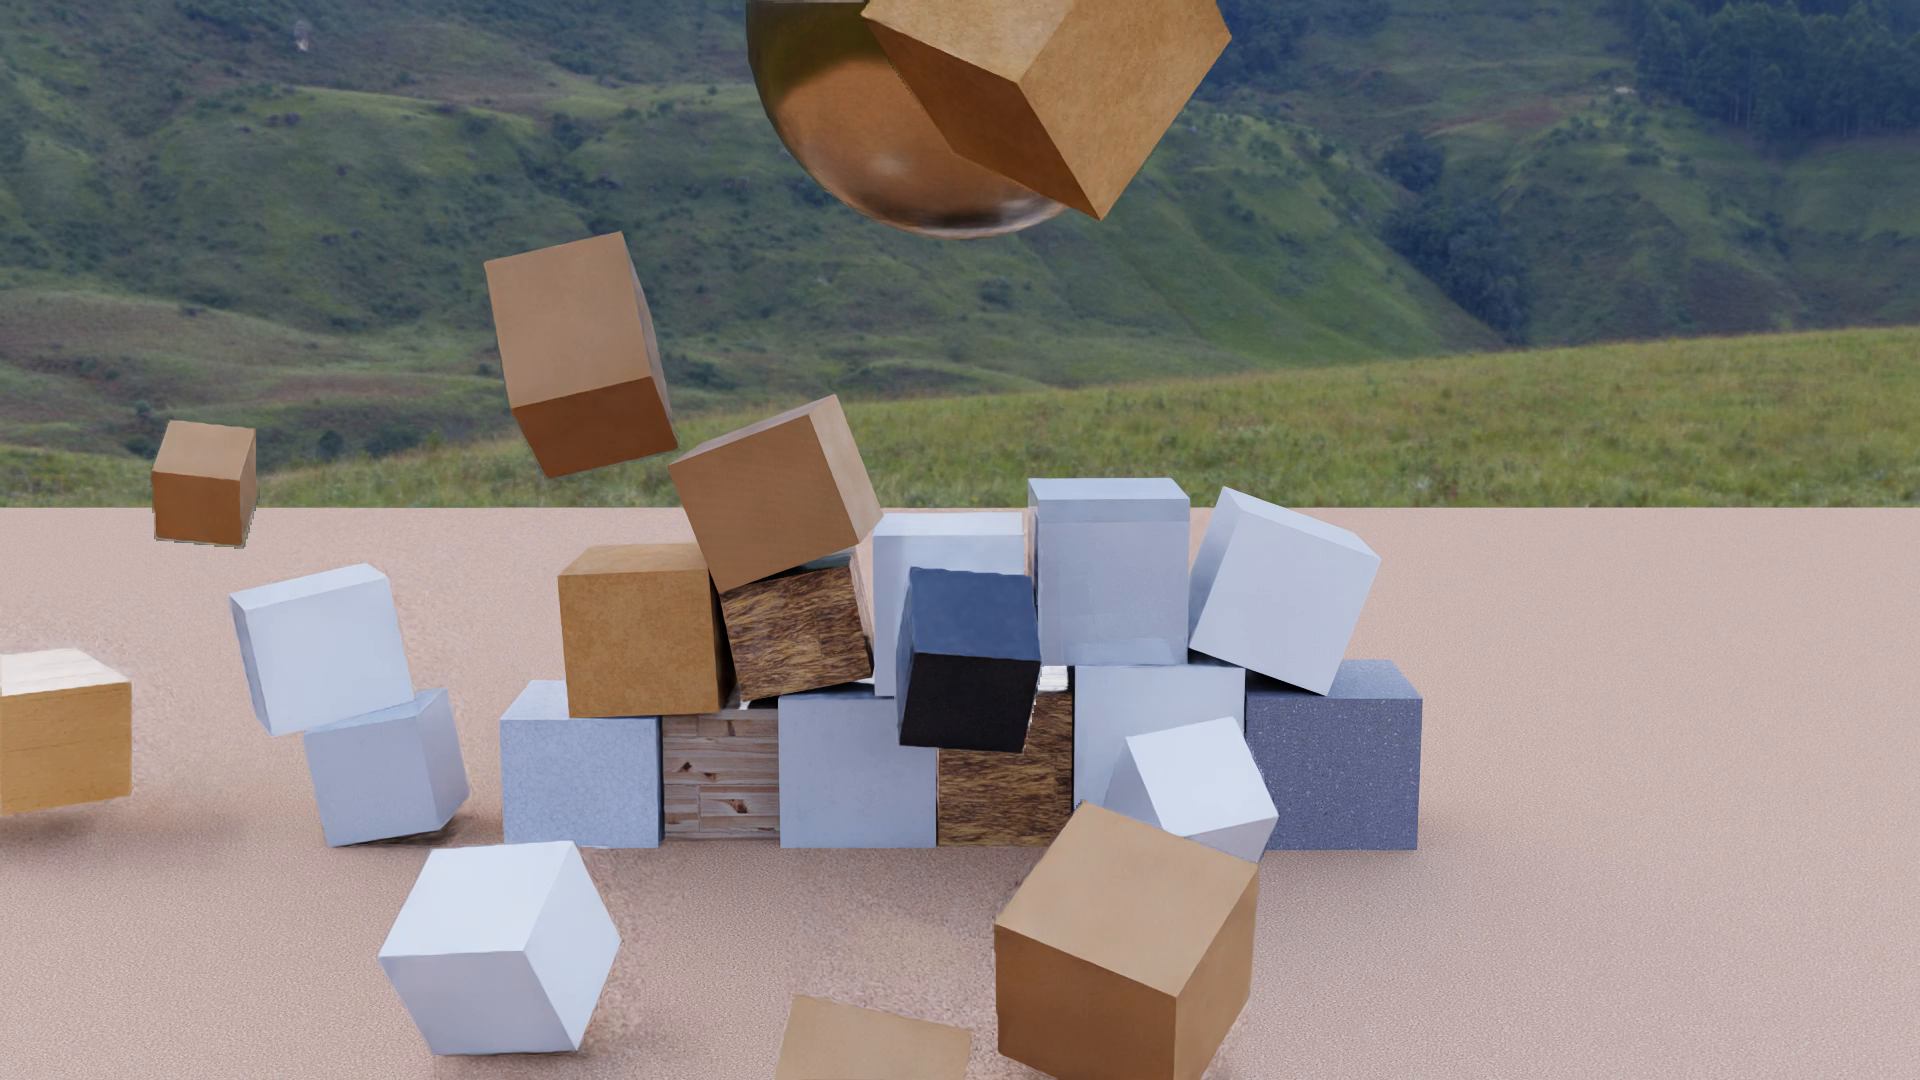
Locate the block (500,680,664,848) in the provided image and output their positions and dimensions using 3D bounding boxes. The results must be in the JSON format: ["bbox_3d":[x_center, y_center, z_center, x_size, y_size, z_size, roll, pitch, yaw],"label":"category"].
[{"bbox_3d":[-1.901,1.148,11.396,0.777,0.664,0.807,0,10,0],"label":"block"}]

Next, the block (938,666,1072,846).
[{"bbox_3d":[0.226,1.094,11.373,0.667,0.779,0.723,0,10,0],"label":"block"}]

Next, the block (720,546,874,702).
[{"bbox_3d":[-0.817,0.417,11.235,0.663,0.583,0.581,-11,10,2],"label":"block"}]

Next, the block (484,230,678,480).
[{"bbox_3d":[-1.716,-0.831,10.032,0.625,0.742,0.778,-13,-21,-3],"label":"block"}]

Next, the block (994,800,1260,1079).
[{"bbox_3d":[0.612,1.546,8.078,0.712,0.713,0.692,18,42,24],"label":"block"}]

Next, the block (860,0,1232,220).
[{"bbox_3d":[0.264,-1.479,6.339,0.590,0.686,0.710,31,-9,32],"label":"block"}]

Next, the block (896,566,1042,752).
[{"bbox_3d":[0.027,0.566,10.389,0.583,0.581,0.610,4,38,-7],"label":"block"}]

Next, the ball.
[{"bbox_3d":[0.000,-1.926,8.203,1.600,1.600,1.600,0,10,0],"label":"ball"}]

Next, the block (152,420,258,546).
[{"bbox_3d":[-4.116,-0.311,12.008,0.448,0.477,0.436,6,41,-9],"label":"block"}]

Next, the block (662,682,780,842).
[{"bbox_3d":[-1.204,1.139,11.383,0.594,0.687,0.571,0,10,-1],"label":"block"}]

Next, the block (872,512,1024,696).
[{"bbox_3d":[-0.052,0.317,11.194,0.740,0.812,0.654,0,10,1],"label":"block"}]

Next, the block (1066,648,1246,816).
[{"bbox_3d":[0.991,1.018,11.373,0.842,0.928,0.820,0,10,0],"label":"block"}]

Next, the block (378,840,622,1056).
[{"bbox_3d":[-1.768,1.582,8.520,0.614,0.557,0.565,-6,36,17],"label":"block"}]

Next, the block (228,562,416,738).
[{"bbox_3d":[-3.303,0.554,11.364,0.718,0.660,0.637,-14,12,-23],"label":"block"}]

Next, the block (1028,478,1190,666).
[{"bbox_3d":[0.742,0.151,11.206,0.748,0.836,0.691,0,10,-2],"label":"block"}]

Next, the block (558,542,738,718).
[{"bbox_3d":[-1.573,0.445,11.263,0.752,0.726,0.782,-2,10,3],"label":"block"}]

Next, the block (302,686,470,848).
[{"bbox_3d":[-2.933,1.157,11.287,0.586,0.594,0.604,-9,10,3],"label":"block"}]

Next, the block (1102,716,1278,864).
[{"bbox_3d":[1.050,1.259,10.171,0.543,0.626,0.546,-10,54,-17],"label":"block"}]

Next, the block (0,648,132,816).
[{"bbox_3d":[-4.769,0.971,11.245,0.770,0.609,0.742,-6,15,-42],"label":"block"}]

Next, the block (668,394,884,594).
[{"bbox_3d":[-0.910,-0.241,11.004,0.760,0.677,0.654,-19,9,12],"label":"block"}]

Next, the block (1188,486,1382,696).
[{"bbox_3d":[1.599,0.247,11.208,0.734,0.735,0.747,19,10,-4],"label":"block"}]

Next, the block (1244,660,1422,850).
[{"bbox_3d":[1.856,1.095,11.360,0.869,0.782,0.834,0,10,0],"label":"block"}]

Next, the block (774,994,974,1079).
[{"bbox_3d":[-0.306,1.838,6.706,0.550,0.639,0.587,11,-31,3],"label":"block"}]

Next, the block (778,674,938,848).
[{"bbox_3d":[-0.512,1.102,11.366,0.782,0.765,0.773,0,10,0],"label":"block"}]
